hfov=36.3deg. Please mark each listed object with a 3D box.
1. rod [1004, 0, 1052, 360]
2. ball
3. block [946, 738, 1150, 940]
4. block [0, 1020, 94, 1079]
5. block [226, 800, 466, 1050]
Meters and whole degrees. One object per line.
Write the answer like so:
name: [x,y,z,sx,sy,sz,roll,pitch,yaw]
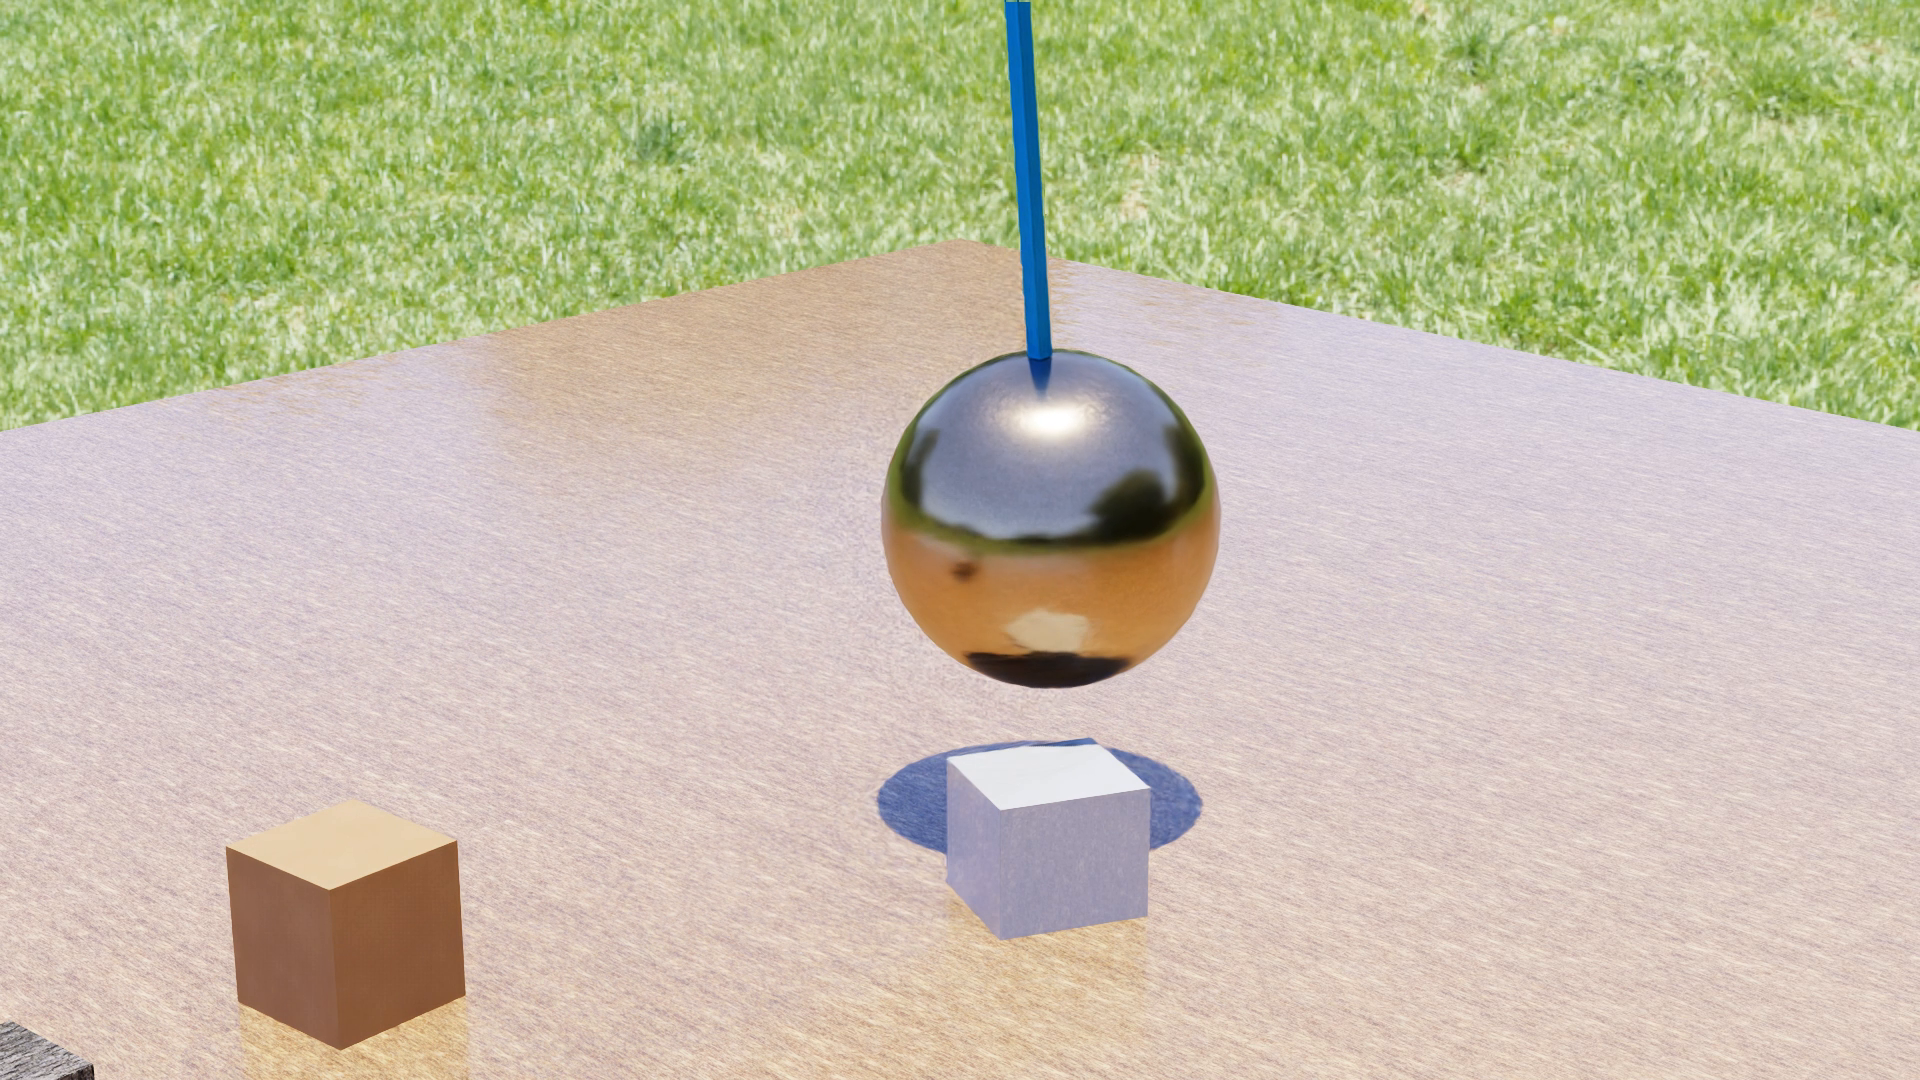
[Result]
rod: [0.184,-3.255,12.511,0.080,5.200,0.080,17,30,42]
ball: [0.424,-0.100,13.755,1.600,1.600,1.600,0,17,0]
block: [0.387,1.325,13.103,0.706,0.615,0.652,-7,19,-20]
block: [-3.518,2.154,10.616,0.536,0.523,0.577,14,22,38]
block: [-2.539,1.580,12.144,0.677,0.704,0.655,14,22,38]
